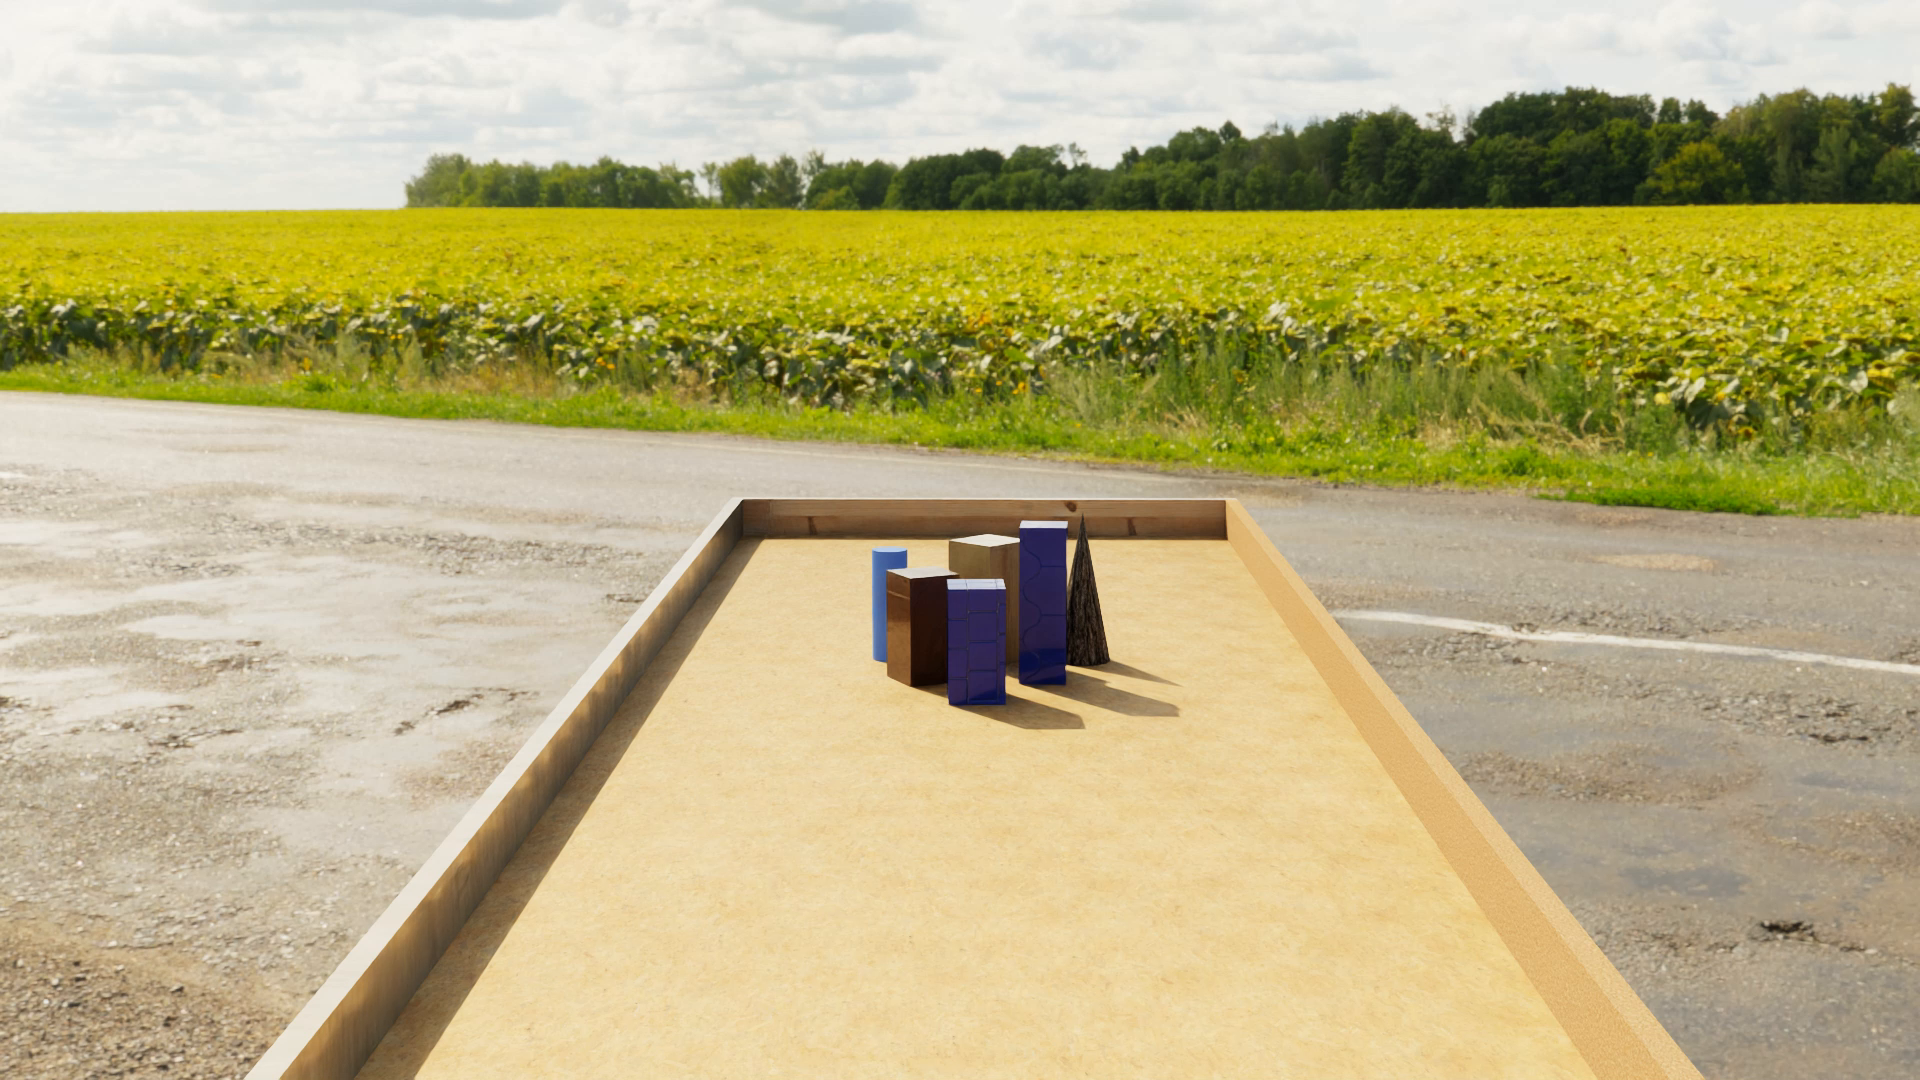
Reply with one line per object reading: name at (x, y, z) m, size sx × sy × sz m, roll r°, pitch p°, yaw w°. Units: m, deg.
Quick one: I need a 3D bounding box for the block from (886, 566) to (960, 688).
block at (-0.108, 0.250, 6.414) m, size 0.159 × 0.318 × 0.159 m, roll -5°, pitch 10°, yaw -27°

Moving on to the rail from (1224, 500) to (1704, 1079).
rail at (1.046, 0.843, 3.208) m, size 0.050 × 0.150 × 12.000 m, roll 0°, pitch 9°, yaw 1°

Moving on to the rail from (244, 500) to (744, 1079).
rail at (-1.004, 0.839, 3.234) m, size 0.050 × 0.150 × 12.000 m, roll 0°, pitch 9°, yaw 1°

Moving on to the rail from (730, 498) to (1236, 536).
rail at (0.099, -0.098, 9.147) m, size 2.100 × 0.150 × 0.050 m, roll 0°, pitch 9°, yaw 1°

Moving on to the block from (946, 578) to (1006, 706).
block at (0.045, 0.285, 6.165) m, size 0.158 × 0.328 × 0.158 m, roll 0°, pitch 9°, yaw -2°

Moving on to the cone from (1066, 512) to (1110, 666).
cone at (0.370, 0.140, 6.667) m, size 0.174 × 0.457 × 0.174 m, roll 0°, pitch 9°, yaw 0°

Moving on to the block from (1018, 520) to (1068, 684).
block at (0.243, 0.182, 6.398) m, size 0.135 × 0.459 × 0.135 m, roll 1°, pitch 9°, yaw 4°

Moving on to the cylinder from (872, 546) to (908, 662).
cylinder at (-0.214, 0.195, 6.698) m, size 0.108 × 0.338 × 0.108 m, roll 0°, pitch 9°, yaw 0°

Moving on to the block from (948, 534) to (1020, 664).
block at (0.088, 0.183, 6.680) m, size 0.173 × 0.368 × 0.173 m, roll 9°, pitch 13°, yaw 44°
